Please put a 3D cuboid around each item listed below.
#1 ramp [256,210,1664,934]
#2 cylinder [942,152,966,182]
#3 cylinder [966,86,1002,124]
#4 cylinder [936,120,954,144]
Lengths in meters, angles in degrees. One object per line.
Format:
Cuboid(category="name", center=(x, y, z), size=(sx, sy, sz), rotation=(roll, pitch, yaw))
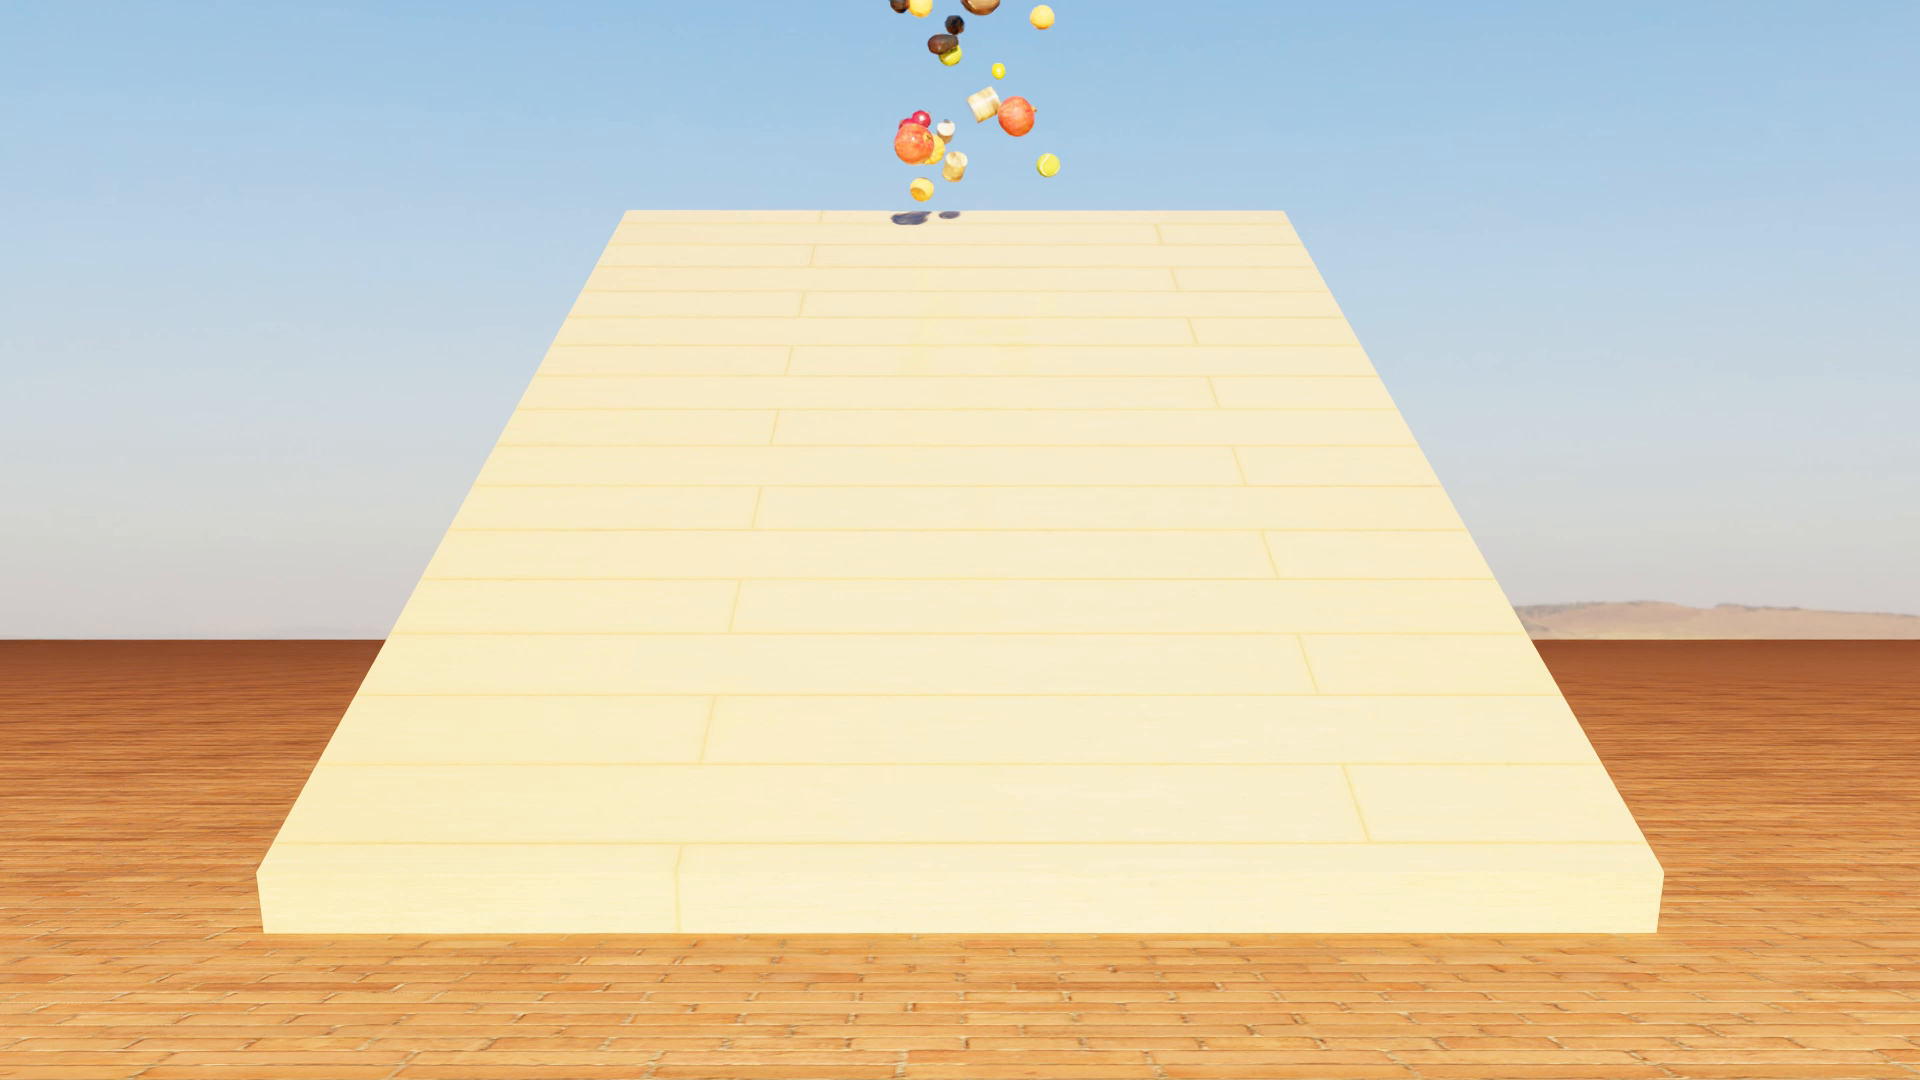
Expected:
Cuboid(category="ramp", center=(-0.006, -0.219, 5.132), size=(2.000, 0.100, 4.000), rotation=(0, 22, 0))
Cuboid(category="cylinder", center=(-0.016, -1.083, 6.652), size=(0.063, 0.063, 0.063), rotation=(1, -38, -12))
Cuboid(category="cylinder", center=(0.072, -1.294, 6.812), size=(0.083, 0.083, 0.083), rotation=(-27, -1, -2))
Cuboid(category="cylinder", center=(-0.045, -1.240, 6.962), size=(0.052, 0.052, 0.052), rotation=(0, -26, -2))
